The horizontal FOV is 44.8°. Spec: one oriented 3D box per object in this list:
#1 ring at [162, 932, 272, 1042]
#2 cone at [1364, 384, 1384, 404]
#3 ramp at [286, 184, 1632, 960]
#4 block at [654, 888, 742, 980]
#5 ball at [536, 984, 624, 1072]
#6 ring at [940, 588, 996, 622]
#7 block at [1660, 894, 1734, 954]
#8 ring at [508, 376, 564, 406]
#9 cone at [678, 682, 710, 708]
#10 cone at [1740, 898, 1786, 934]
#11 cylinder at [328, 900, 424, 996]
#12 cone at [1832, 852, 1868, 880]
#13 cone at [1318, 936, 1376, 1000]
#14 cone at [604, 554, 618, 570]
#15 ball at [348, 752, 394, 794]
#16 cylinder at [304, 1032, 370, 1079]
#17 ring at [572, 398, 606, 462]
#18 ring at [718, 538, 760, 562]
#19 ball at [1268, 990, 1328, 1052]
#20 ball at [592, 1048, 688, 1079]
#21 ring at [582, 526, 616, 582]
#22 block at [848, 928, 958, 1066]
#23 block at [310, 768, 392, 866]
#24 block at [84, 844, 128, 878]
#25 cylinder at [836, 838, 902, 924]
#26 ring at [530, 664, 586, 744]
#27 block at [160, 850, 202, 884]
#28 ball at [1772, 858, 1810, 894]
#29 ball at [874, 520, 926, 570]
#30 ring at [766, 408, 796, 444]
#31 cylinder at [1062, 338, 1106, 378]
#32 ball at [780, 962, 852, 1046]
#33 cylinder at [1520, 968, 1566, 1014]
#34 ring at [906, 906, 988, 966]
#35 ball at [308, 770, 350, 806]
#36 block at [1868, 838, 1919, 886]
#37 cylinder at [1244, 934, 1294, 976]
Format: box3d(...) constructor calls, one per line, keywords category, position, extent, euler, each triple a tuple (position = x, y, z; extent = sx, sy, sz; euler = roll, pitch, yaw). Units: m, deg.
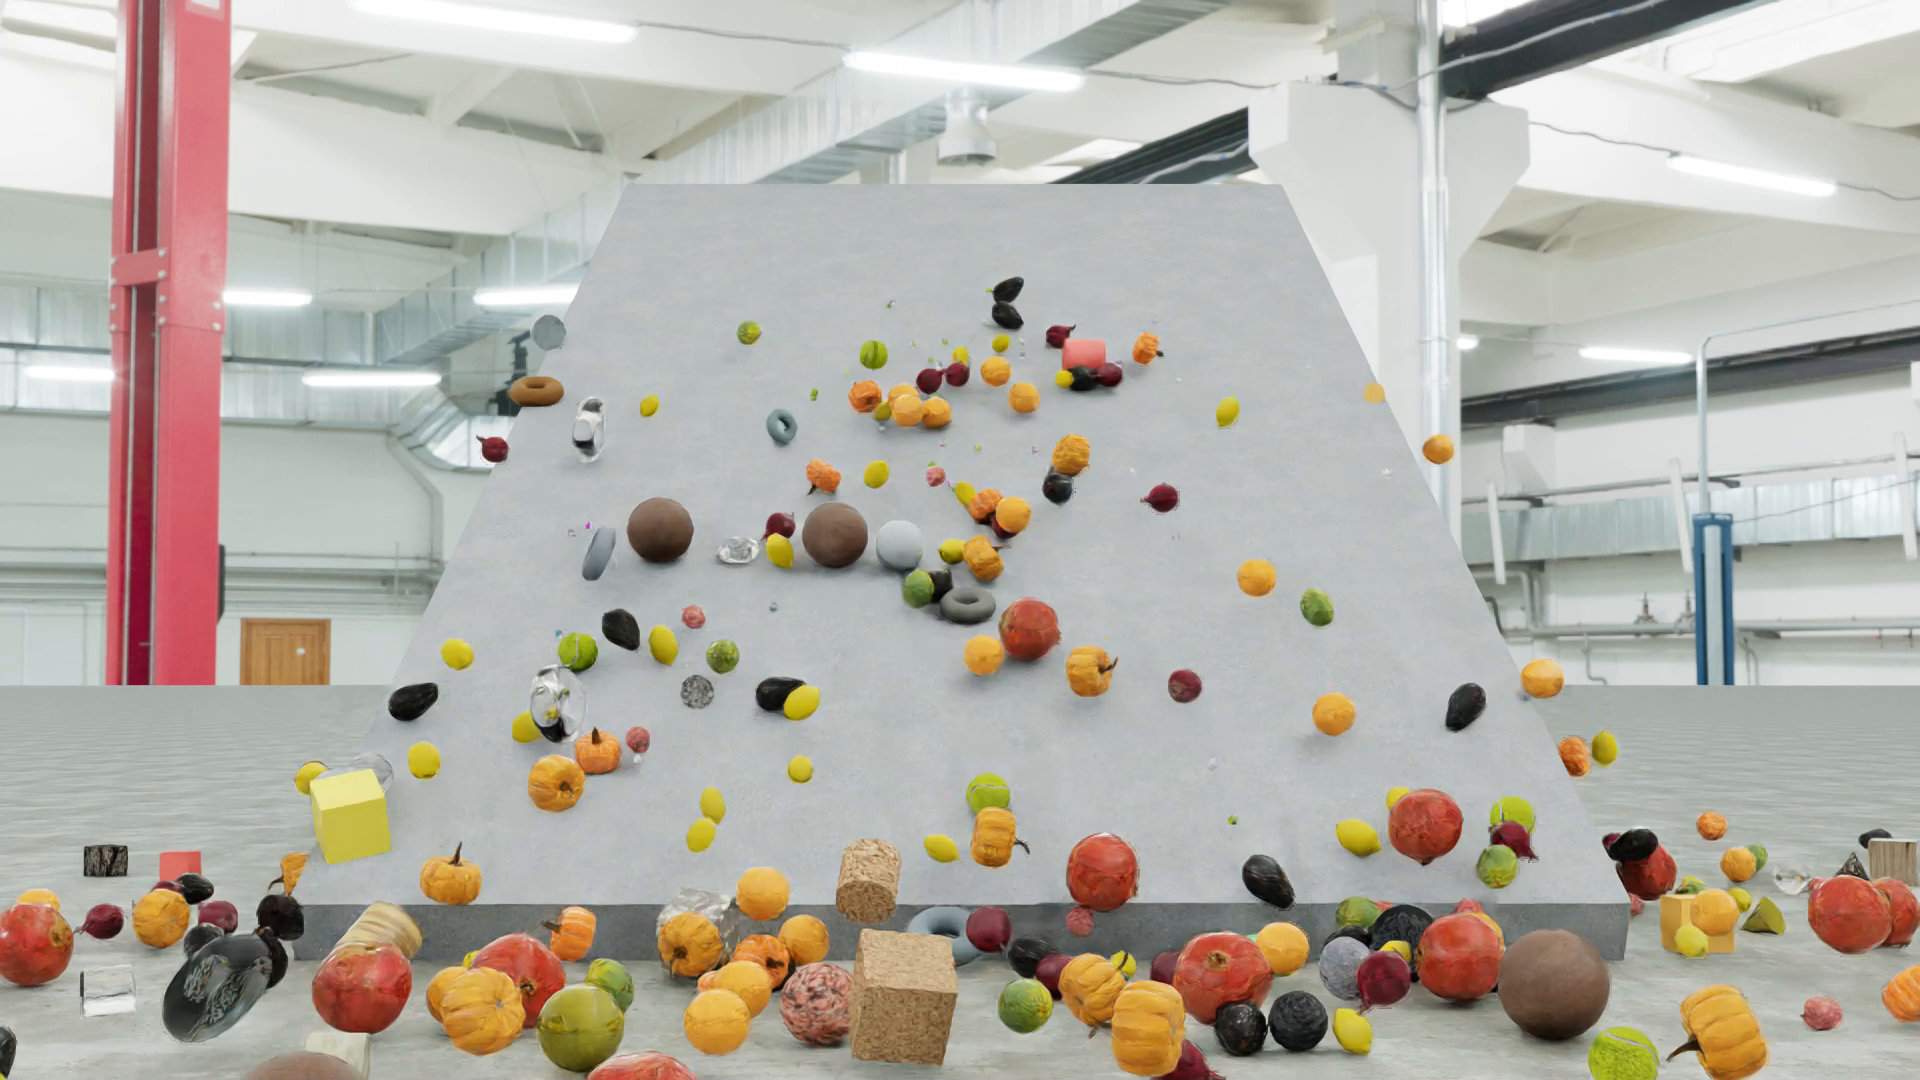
box3d(category="ring", position=(-0.826, 0.498, 2.590), extent=(0.046, 0.139, 0.139), euler=(34, 9, 20))
box3d(category="cone", position=(0.959, -0.338, 5.407), extent=(0.050, 0.050, 0.050), euler=(0, 0, 2))
box3d(category="ramp", position=(-0.008, -0.228, 5.307), extent=(2.000, 0.100, 4.000), euler=(0, 24, 0))
box3d(category="block", position=(-0.371, 0.558, 3.302), extent=(0.084, 0.084, 0.084), euler=(6, 28, 21))
box3d(category="ball", position=(-0.409, 0.526, 2.510), extent=(0.094, 0.094, 0.094), euler=(0, -3, 0))
box3d(category="ring", position=(0.015, 0.122, 4.357), extent=(0.107, 0.036, 0.107), euler=(0, 25, 0))
box3d(category="block", position=(1.149, 0.598, 3.629), extent=(0.083, 0.083, 0.083), euler=(0, -3, -5))
box3d(category="ring", position=(-0.981, -0.344, 5.388), extent=(0.128, 0.043, 0.128), euler=(1, 24, -1))
box3d(category="cone", position=(-0.450, 0.264, 4.046), extent=(0.059, 0.059, 0.059), euler=(-1, 18, 20))
box3d(category="cone", position=(1.330, 0.640, 3.889), extent=(0.066, 0.066, 0.066), euler=(3, -32, -45))
box3d(category="cylinder", position=(-0.775, 0.542, 3.092), extent=(0.088, 0.088, 0.088), euler=(-2, 35, 34))
box3d(category="cone", position=(1.868, 0.701, 4.902), extent=(0.065, 0.065, 0.065), euler=(-30, -14, 18))
box3d(category="cone", position=(0.520, 0.549, 3.007), extent=(0.083, 0.083, 0.083), euler=(1, -17, -18))
box3d(category="cone", position=(-0.699, 0.022, 4.548), extent=(0.057, 0.057, 0.057), euler=(0, 24, 0))
box3d(category="ball", position=(-0.946, 0.378, 3.730), extent=(0.073, 0.073, 0.073), euler=(0, -3, 0))
box3d(category="cylinder", position=(-0.625, 0.524, 2.337), extent=(0.057, 0.057, 0.057), euler=(2, -4, -7))
box3d(category="ring", position=(-0.798, -0.237, 5.016), extent=(0.048, 0.143, 0.143), euler=(7, -3, 6))
box3d(category="ring", position=(-0.437, 0.020, 4.592), extent=(0.083, 0.028, 0.083), euler=(0, 25, 0))
box3d(category="ball", position=(0.384, 0.547, 2.646), extent=(0.068, 0.068, 0.068), euler=(0, -3, 0))
box3d(category="ball", position=(-0.276, 0.482, 2.002), extent=(0.090, 0.090, 0.090), euler=(0, -3, 0))
box3d(category="ring", position=(-0.686, 0.025, 4.420), extent=(0.038, 0.114, 0.114), euler=(22, -9, -13))
box3d(category="block", position=(-0.063, 0.495, 2.523), extent=(0.099, 0.099, 0.099), euler=(7, 26, -9))
box3d(category="block", position=(-0.942, 0.427, 3.593), extent=(0.097, 0.097, 0.097), euler=(-11, 26, -23))
box3d(category="block", position=(-1.837, 0.690, 5.003), extent=(0.064, 0.064, 0.064), euler=(-2, -4, 35))
box3d(category="cylinder", position=(-0.124, 0.464, 3.170), extent=(0.082, 0.082, 0.082), euler=(0, 36, 6))
box3d(category="ring", position=(-0.665, 0.272, 3.854), extent=(0.045, 0.134, 0.134), euler=(-10, -7, 23))
box3d(category="block", position=(-1.627, 0.682, 4.855), extent=(0.062, 0.062, 0.062), euler=(0, -3, 6))
box3d(category="ball", position=(1.623, 0.657, 4.543), extent=(0.070, 0.070, 0.070), euler=(0, -3, 0))
box3d(category="ball", position=(-0.117, 0.009, 4.531), extent=(0.098, 0.098, 0.098), euler=(0, -3, 0))
box3d(category="ring", position=(-0.393, -0.252, 5.135), extent=(0.080, 0.080, 0.027), euler=(3, -13, -44))
box3d(category="cylinder", position=(0.295, -0.431, 5.525), extent=(0.093, 0.093, 0.093), euler=(-1, -3, -5))
box3d(category="ball", position=(-0.161, 0.536, 2.692), extent=(0.095, 0.095, 0.095), euler=(0, -3, 0))
box3d(category="cylinder", position=(0.710, 0.549, 2.834), extent=(0.055, 0.055, 0.055), euler=(0, -3, 12))
box3d(category="ring", position=(-0.020, 0.572, 3.355), extent=(0.118, 0.039, 0.118), euler=(1, 28, 0))
box3d(category="ball", position=(-0.984, 0.401, 3.666), extent=(0.080, 0.080, 0.080), euler=(0, -3, 0))
box3d(category="block", position=(1.928, 0.665, 4.803), extent=(0.090, 0.090, 0.090), euler=(-2, -4, 26))
box3d(category="cylinder", position=(0.428, 0.577, 3.234), extent=(0.057, 0.057, 0.057), euler=(3, -4, -6))
